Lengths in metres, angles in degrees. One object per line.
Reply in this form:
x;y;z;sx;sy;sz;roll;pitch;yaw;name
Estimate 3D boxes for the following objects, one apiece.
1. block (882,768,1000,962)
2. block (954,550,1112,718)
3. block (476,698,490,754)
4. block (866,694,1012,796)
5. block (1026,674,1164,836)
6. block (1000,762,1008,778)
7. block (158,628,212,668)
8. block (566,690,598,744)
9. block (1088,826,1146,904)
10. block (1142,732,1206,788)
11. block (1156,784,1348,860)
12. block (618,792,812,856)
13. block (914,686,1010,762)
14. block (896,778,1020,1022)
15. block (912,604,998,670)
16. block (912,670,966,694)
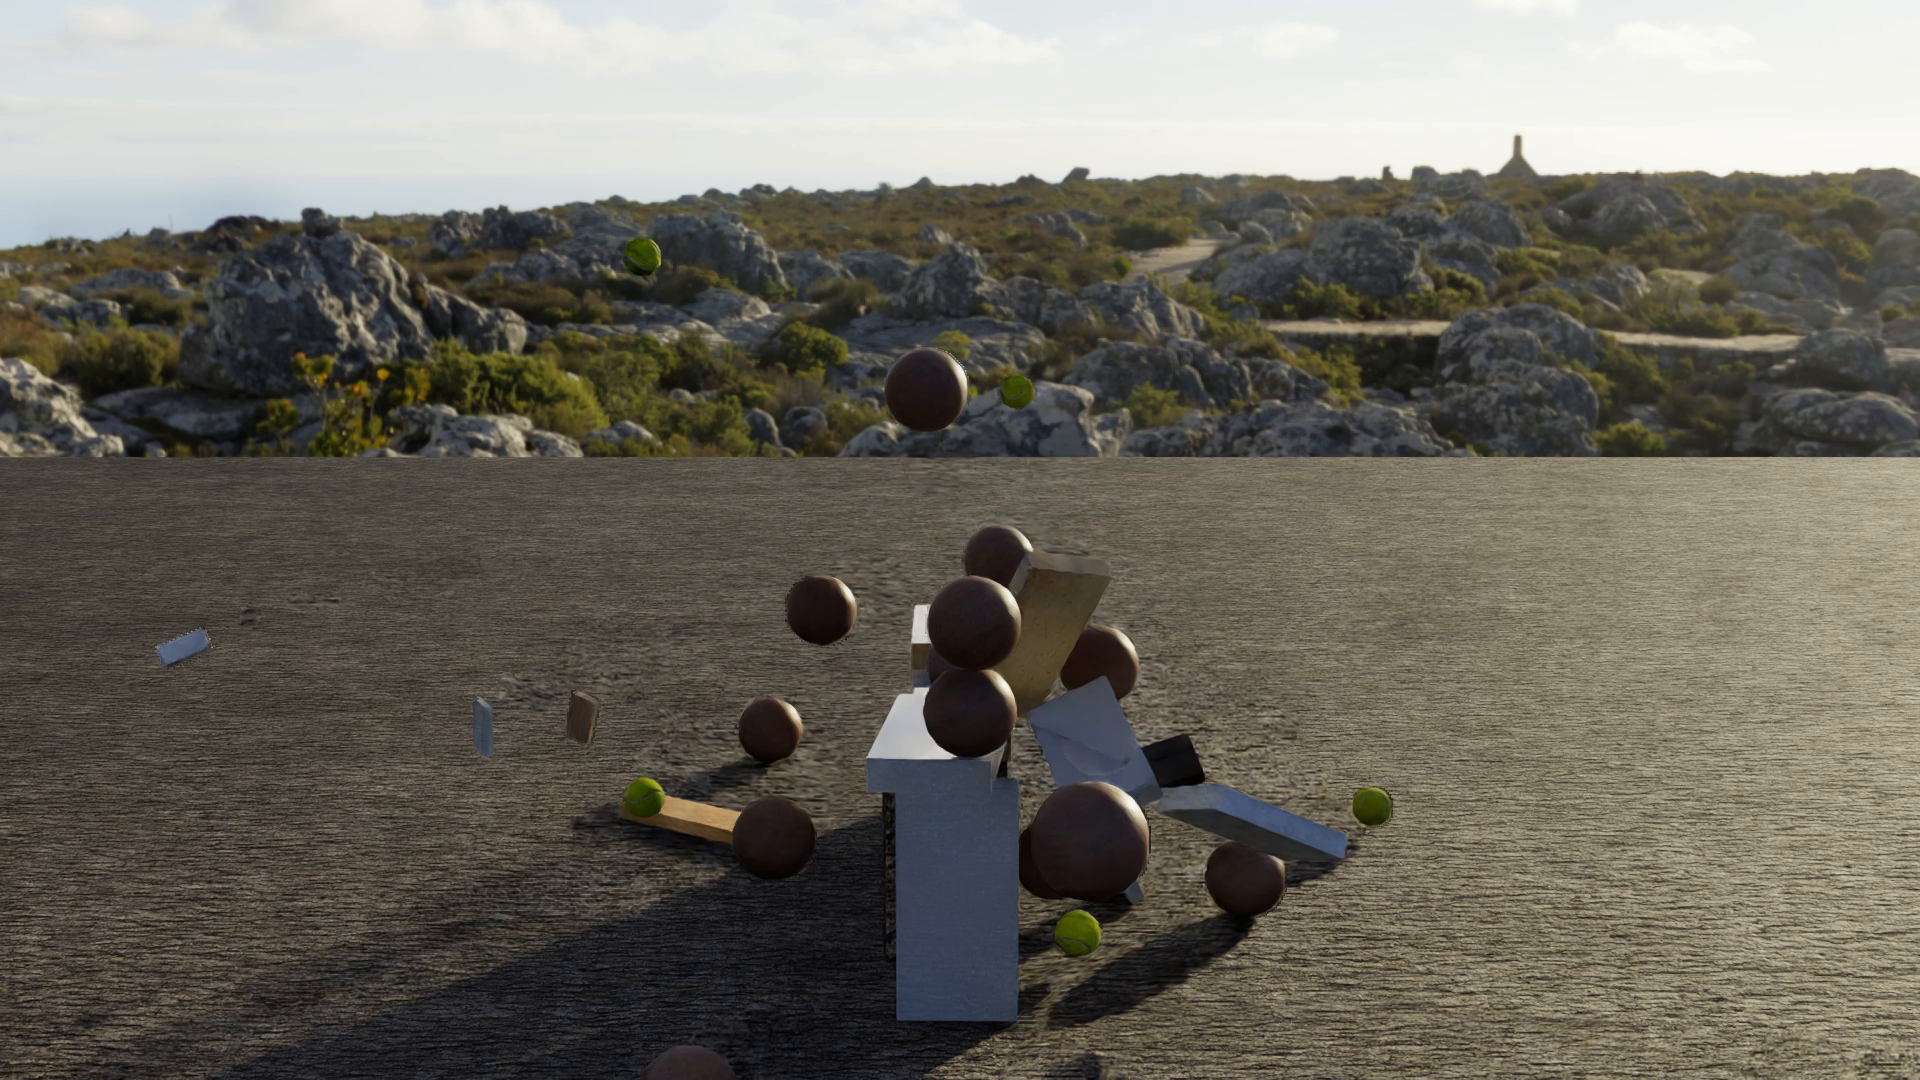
-0.029;0.470;3.365;0.173;0.346;0.049;-1;11;-6;block
0.108;0.150;3.376;0.133;0.322;0.038;6;42;-23;block
-0.855;0.334;3.944;0.013;0.091;0.045;-7;22;-30;block
-0.026;0.296;3.217;0.173;0.049;0.346;1;11;6;block
0.195;0.312;3.219;0.133;0.038;0.266;-26;33;2;block
-0.002;0.475;3.468;0.148;0.297;0.042;-1;16;-3;block
-1.511;0.211;4.285;0.091;0.045;0.013;-26;-26;-17;block
-0.666;0.313;3.876;0.045;0.091;0.013;25;31;15;block
0.241;0.509;3.635;0.026;0.183;0.091;-32;14;-4;block
0.308;0.390;3.665;0.183;0.026;0.091;-18;42;1;block
0.445;0.431;3.343;0.266;0.038;0.133;23;-20;-29;block
-0.448;0.515;4.001;0.385;0.026;0.091;7;13;35;block
0.001;0.292;3.516;0.148;0.042;0.297;0;11;-1;block
-0.003;0.513;3.136;0.173;0.346;0.049;0;10;2;block
-0.004;0.174;4.000;0.162;0.046;0.325;0;11;0;block
-0.004;0.376;3.929;0.162;0.325;0.046;0;11;0;block
